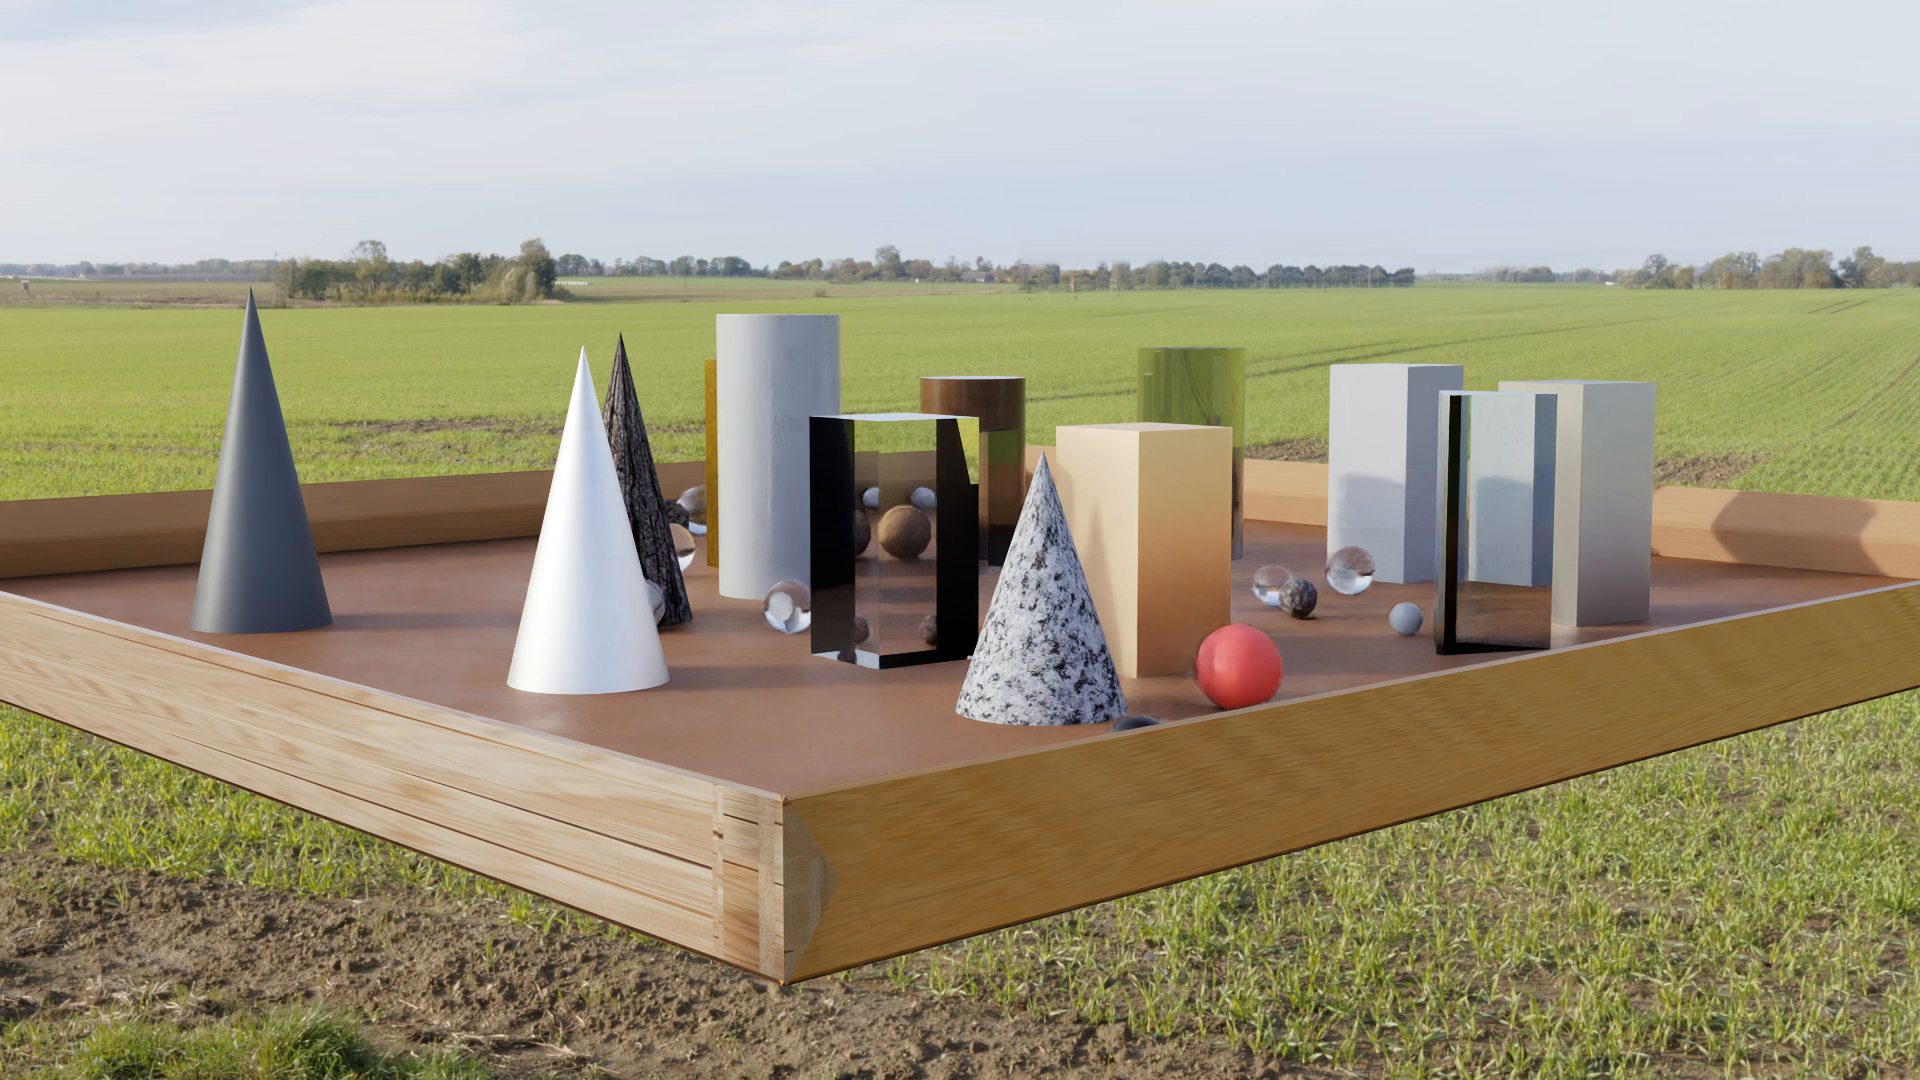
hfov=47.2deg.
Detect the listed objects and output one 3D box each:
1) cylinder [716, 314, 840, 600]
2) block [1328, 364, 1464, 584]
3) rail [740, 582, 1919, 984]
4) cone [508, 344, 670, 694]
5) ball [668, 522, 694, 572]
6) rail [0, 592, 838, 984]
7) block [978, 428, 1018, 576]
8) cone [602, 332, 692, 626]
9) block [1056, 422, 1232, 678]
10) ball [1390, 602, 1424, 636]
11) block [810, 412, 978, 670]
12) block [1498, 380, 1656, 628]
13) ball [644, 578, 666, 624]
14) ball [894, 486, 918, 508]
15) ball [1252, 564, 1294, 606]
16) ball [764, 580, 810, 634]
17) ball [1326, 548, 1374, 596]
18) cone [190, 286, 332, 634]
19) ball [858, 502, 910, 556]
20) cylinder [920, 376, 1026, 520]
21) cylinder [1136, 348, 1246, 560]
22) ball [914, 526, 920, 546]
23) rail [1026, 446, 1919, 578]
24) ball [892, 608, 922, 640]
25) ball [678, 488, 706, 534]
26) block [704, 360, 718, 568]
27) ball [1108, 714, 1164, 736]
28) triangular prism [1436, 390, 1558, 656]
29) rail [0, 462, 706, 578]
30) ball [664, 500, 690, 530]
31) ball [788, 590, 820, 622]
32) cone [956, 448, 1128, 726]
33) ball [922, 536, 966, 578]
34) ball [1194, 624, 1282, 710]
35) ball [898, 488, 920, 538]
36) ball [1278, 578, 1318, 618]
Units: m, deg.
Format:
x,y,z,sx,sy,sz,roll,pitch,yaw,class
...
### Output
x,y,z,sx,sy,sz,roll,pitch,yaw,class
-0.283,-0.135,3.450,0.194,0.436,0.194,0,6,0,cylinder
0.725,-0.115,3.667,0.155,0.352,0.155,-6,8,-43,block
0.877,0.132,2.387,2.746,0.126,0.045,-6,8,-42,rail
-0.447,-0.031,2.627,0.194,0.402,0.194,0,6,0,cone
-0.489,0.016,3.675,0.090,0.090,0.090,0,6,0,ball
-0.992,0.128,2.422,0.045,0.126,2.634,-6,8,-42,rail
-0.006,-0.069,3.766,0.155,0.239,0.155,4,7,32,block
-0.483,-0.092,3.149,0.194,0.415,0.194,0,6,0,cone
0.229,0.008,2.751,0.155,0.299,0.155,-4,7,-37,block
0.611,0.108,3.010,0.046,0.046,0.046,0,6,0,ball
-0.085,-0.004,2.816,0.155,0.308,0.155,-4,7,-37,block
0.887,-0.058,3.179,0.155,0.340,0.155,-4,7,-34,block
-0.445,0.090,3.039,0.076,0.076,0.076,0,6,0,ball
-0.120,-0.097,4.935,0.052,0.052,0.052,0,6,0,ball
0.472,0.068,3.308,0.062,0.062,0.062,0,6,0,ball
-0.234,0.092,3.027,0.075,0.075,0.075,0,6,0,ball
0.609,0.049,3.435,0.075,0.075,0.075,0,6,0,ball
-0.991,-0.119,3.097,0.194,0.479,0.194,0,6,0,cone
-0.138,-0.020,3.978,0.097,0.097,0.097,0,6,0,ball
0.023,-0.137,4.025,0.194,0.321,0.194,0,6,0,cylinder
0.414,-0.157,3.953,0.194,0.375,0.194,0,6,0,cylinder
-0.063,-0.009,4.121,0.046,0.046,0.046,0,6,0,ball
0.992,-0.063,4.242,0.045,0.126,2.634,-6,8,-42,rail
-0.072,0.114,2.976,0.041,0.041,0.041,0,6,0,ball
-0.516,-0.058,4.353,0.094,0.094,0.094,0,6,0,ball
-0.332,-0.131,3.790,0.155,0.357,0.155,-4,7,-36,block
0.169,0.197,2.072,0.065,0.065,0.065,0,6,0,ball
0.675,-0.028,2.918,0.168,0.335,0.145,-2,6,-19,triangular prism
-0.877,-0.066,4.277,2.746,0.126,0.045,-6,8,-42,rail
-0.557,-0.034,4.174,0.085,0.085,0.085,0,6,0,ball
-0.222,0.095,3.130,0.046,0.046,0.046,0,6,0,ball
0.091,0.044,2.439,0.194,0.292,0.194,0,6,0,cone
-0.026,0.028,3.651,0.071,0.071,0.071,0,6,0,ball
0.309,0.142,2.448,0.096,0.096,0.096,0,6,0,ball
-0.074,-0.052,4.293,0.096,0.096,0.096,0,6,0,ball
0.489,0.084,3.184,0.057,0.057,0.057,0,6,0,ball
